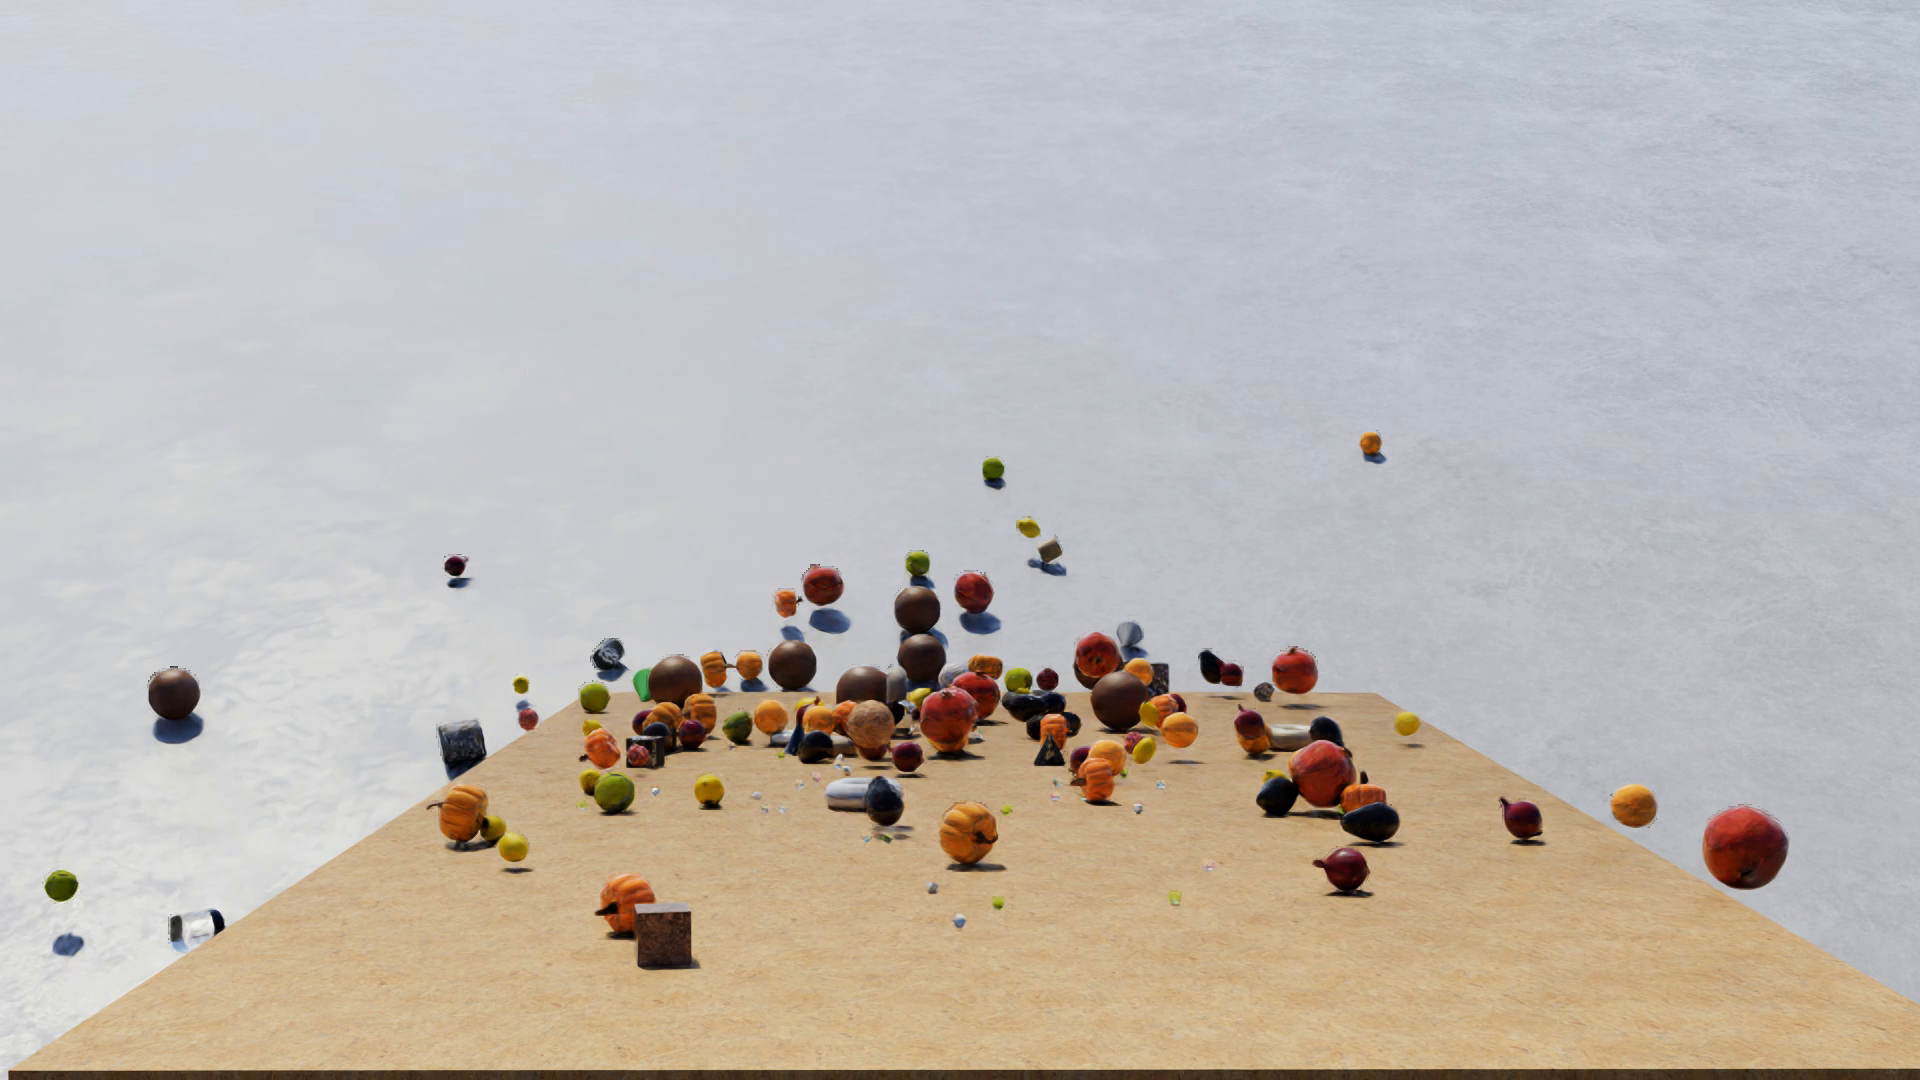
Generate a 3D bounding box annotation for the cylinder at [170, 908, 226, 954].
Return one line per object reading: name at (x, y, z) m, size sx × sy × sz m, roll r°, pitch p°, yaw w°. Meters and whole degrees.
cylinder at (-1.129, 0.579, 3.817) m, size 0.059 × 0.059 × 0.059 m, roll -7°, pitch 22°, yaw -44°

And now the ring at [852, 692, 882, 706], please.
ring at (-0.213, 0.384, 6.206) m, size 0.097 × 0.032 × 0.097 m, roll 1°, pitch 1°, yaw 0°

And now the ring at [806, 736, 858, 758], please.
ring at (-0.258, 0.417, 5.191) m, size 0.107 × 0.036 × 0.107 m, roll 0°, pitch 0°, yaw 0°

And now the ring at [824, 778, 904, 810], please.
ring at (-0.165, 0.437, 4.438) m, size 0.137 × 0.046 × 0.137 m, roll -1°, pitch 2°, yaw 0°

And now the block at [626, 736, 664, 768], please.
block at (-0.614, 0.413, 5.018) m, size 0.055 × 0.055 × 0.055 m, roll 1°, pitch 2°, yaw 19°

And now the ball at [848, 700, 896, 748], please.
ball at (-0.146, 0.303, 4.234) m, size 0.079 × 0.079 × 0.079 m, roll 0°, pitch 24°, yaw 0°

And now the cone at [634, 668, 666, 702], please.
cone at (-0.774, 0.376, 6.357) m, size 0.085 × 0.085 × 0.085 m, roll 3°, pitch 29°, yaw 6°

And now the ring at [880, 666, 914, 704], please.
ring at (-0.140, 0.341, 5.697) m, size 0.043 × 0.130 × 0.130 m, roll 15°, pitch 19°, yaw -20°

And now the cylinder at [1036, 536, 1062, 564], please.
cylinder at (0.259, 0.029, 7.457) m, size 0.060 × 0.060 × 0.060 m, roll -26°, pitch 28°, yaw -2°

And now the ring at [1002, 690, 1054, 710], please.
ring at (0.161, 0.381, 6.129) m, size 0.125 × 0.042 × 0.125 m, roll -2°, pitch -1°, yaw 0°

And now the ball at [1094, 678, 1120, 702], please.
ball at (0.359, 0.367, 6.287) m, size 0.059 × 0.059 × 0.059 m, roll 0°, pitch 24°, yaw 0°

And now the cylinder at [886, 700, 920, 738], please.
cylinder at (-0.132, 0.384, 5.542) m, size 0.077 × 0.077 × 0.077 m, roll 5°, pitch 1°, yaw 10°

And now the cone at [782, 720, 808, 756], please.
cone at (-0.327, 0.399, 5.228) m, size 0.067 × 0.067 × 0.067 m, roll 0°, pitch 2°, yaw 0°

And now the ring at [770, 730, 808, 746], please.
ring at (-0.357, 0.414, 5.379) m, size 0.081 × 0.027 × 0.081 m, roll -2°, pitch 2°, yaw 0°

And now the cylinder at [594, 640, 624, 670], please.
cylinder at (-0.936, 0.306, 6.869) m, size 0.063 × 0.063 × 0.063 m, roll 7°, pitch 25°, yaw 15°

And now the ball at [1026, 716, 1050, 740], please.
ball at (0.166, 0.398, 5.472) m, size 0.052 × 0.052 × 0.052 m, roll 0°, pitch 24°, yaw 0°

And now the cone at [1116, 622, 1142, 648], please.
cone at (0.450, 0.272, 6.947) m, size 0.074 × 0.074 × 0.074 m, roll 6°, pitch 32°, yaw 14°

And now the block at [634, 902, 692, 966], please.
block at (-0.357, 0.473, 3.095) m, size 0.064 × 0.064 × 0.064 m, roll 0°, pitch 2°, yaw -11°

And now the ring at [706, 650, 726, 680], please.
ring at (-0.641, 0.329, 6.784) m, size 0.025 × 0.076 × 0.076 m, roll -4°, pitch 22°, yaw -37°

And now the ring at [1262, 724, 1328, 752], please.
ring at (0.688, 0.407, 5.302) m, size 0.136 × 0.045 × 0.136 m, roll 1°, pitch 3°, yaw 0°

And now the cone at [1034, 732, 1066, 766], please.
cone at (0.175, 0.406, 5.041) m, size 0.065 × 0.065 × 0.065 m, roll 0°, pitch 2°, yaw 0°

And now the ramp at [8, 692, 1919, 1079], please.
ramp at (0.056, 0.506, 4.549) m, size 2.000 × 0.100 × 4.000 m, roll 0°, pitch 2°, yaw 0°

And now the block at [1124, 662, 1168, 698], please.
block at (0.467, 0.349, 6.458) m, size 0.082 × 0.082 × 0.082 m, roll -1°, pitch 2°, yaw -26°

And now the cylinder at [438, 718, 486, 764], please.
cylinder at (-1.239, 0.499, 6.409) m, size 0.096 × 0.096 × 0.096 m, roll -11°, pitch 27°, yaw -18°

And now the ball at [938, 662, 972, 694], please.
ball at (-0.013, 0.348, 6.491) m, size 0.083 × 0.083 × 0.083 m, roll 0°, pitch 24°, yaw 0°
